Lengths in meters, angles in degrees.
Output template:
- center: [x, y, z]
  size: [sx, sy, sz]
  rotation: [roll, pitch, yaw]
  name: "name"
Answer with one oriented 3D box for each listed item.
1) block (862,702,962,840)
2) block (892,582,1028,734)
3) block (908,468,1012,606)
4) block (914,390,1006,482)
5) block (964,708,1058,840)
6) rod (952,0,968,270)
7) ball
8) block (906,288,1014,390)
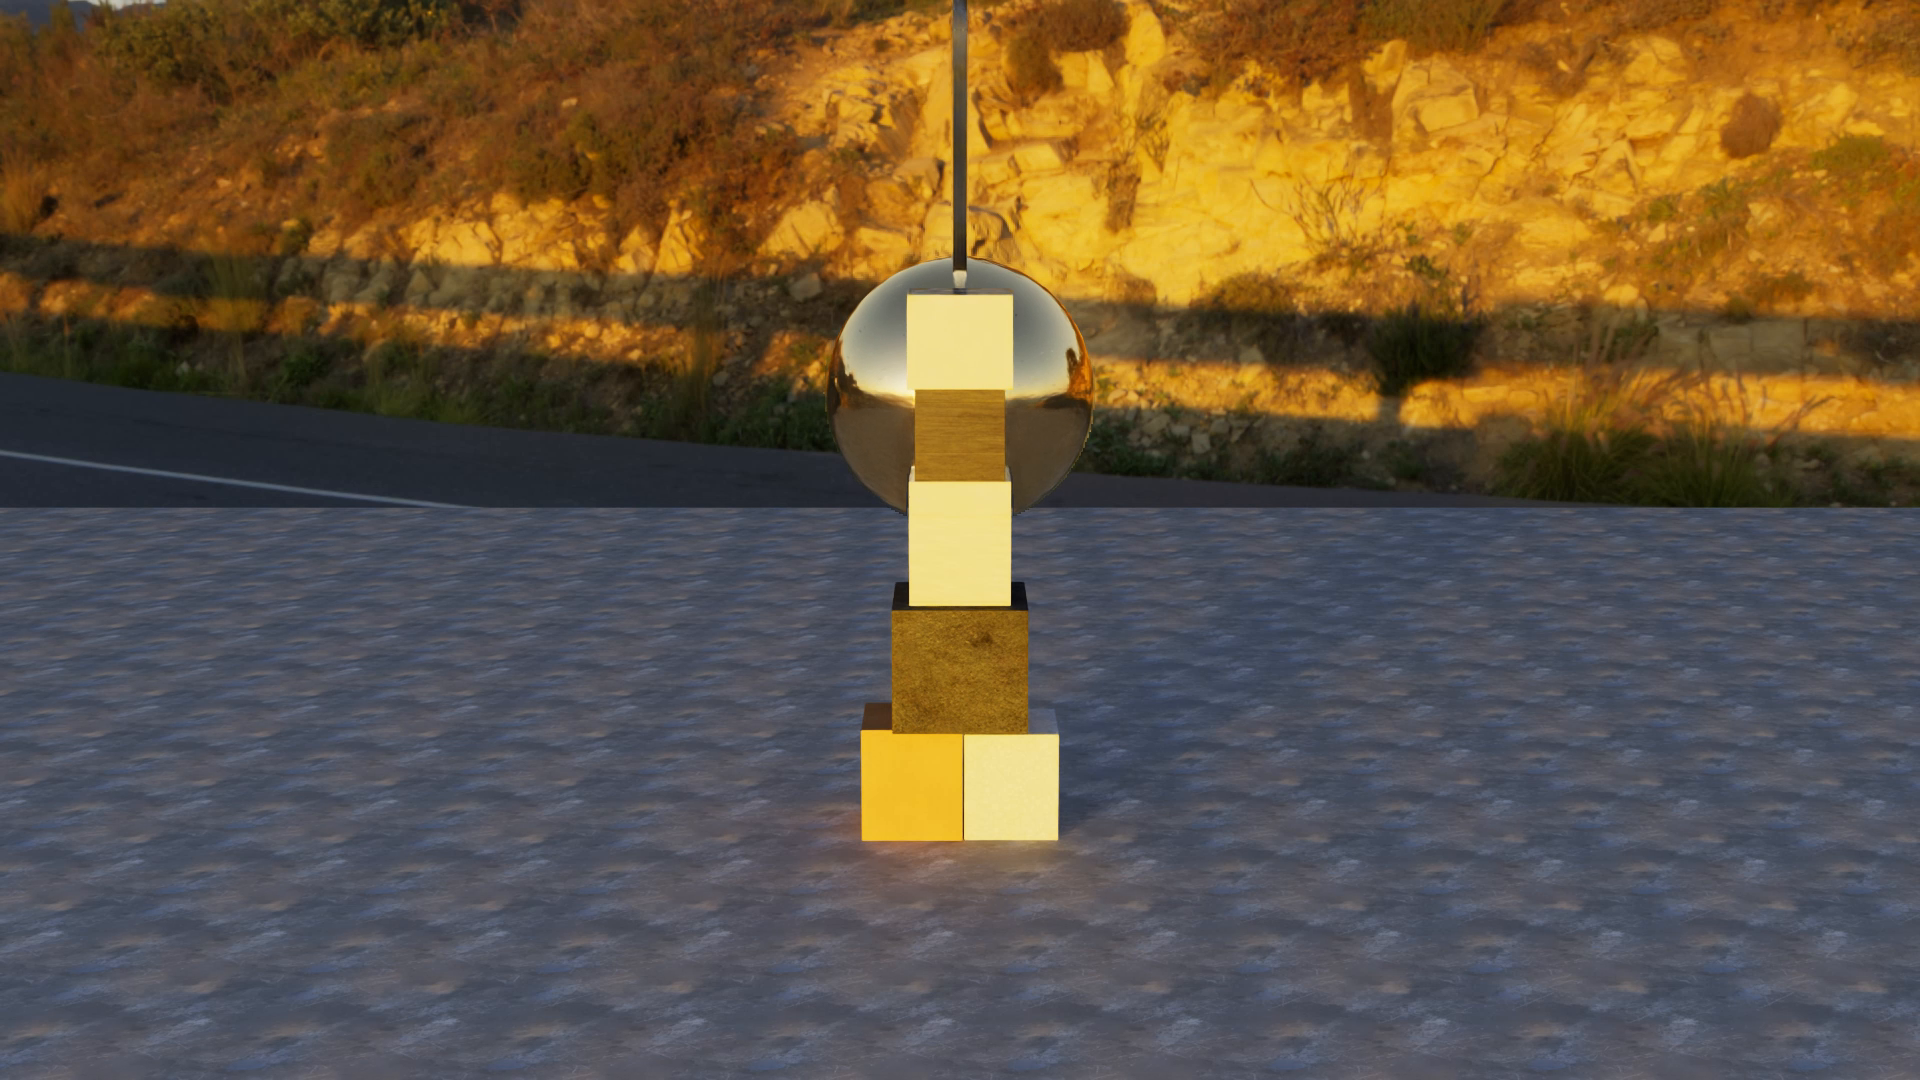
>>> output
- center: [-0.243, 1.193, 11.386]
  size: [0.510, 0.578, 0.549]
  rotation: [0, 10, 0]
  name: "block"
- center: [0.000, 0.596, 11.293]
  size: [0.678, 0.631, 0.724]
  rotation: [0, 10, 0]
  name: "block"
- center: [0.000, -0.024, 11.190]
  size: [0.506, 0.626, 0.499]
  rotation: [0, 10, 0]
  name: "block"
- center: [0.000, -0.553, 11.066]
  size: [0.447, 0.458, 0.403]
  rotation: [0, 10, 0]
  name: "block"
- center: [0.260, 1.207, 11.381]
  size: [0.476, 0.552, 0.515]
  rotation: [0, 10, 0]
  name: "block"
- center: [0.000, -3.815, 11.400]
  size: [0.080, 5.200, 0.080]
  rotation: [0, 31, 0]
  name: "rod"
- center: [0.000, -0.886, 13.128]
  size: [1.600, 1.600, 1.600]
  rotation: [0, 10, 0]
  name: "ball"
- center: [0.000, -1.010, 11.007]
  size: [0.522, 0.462, 0.463]
  rotation: [0, 10, 0]
  name: "block"
